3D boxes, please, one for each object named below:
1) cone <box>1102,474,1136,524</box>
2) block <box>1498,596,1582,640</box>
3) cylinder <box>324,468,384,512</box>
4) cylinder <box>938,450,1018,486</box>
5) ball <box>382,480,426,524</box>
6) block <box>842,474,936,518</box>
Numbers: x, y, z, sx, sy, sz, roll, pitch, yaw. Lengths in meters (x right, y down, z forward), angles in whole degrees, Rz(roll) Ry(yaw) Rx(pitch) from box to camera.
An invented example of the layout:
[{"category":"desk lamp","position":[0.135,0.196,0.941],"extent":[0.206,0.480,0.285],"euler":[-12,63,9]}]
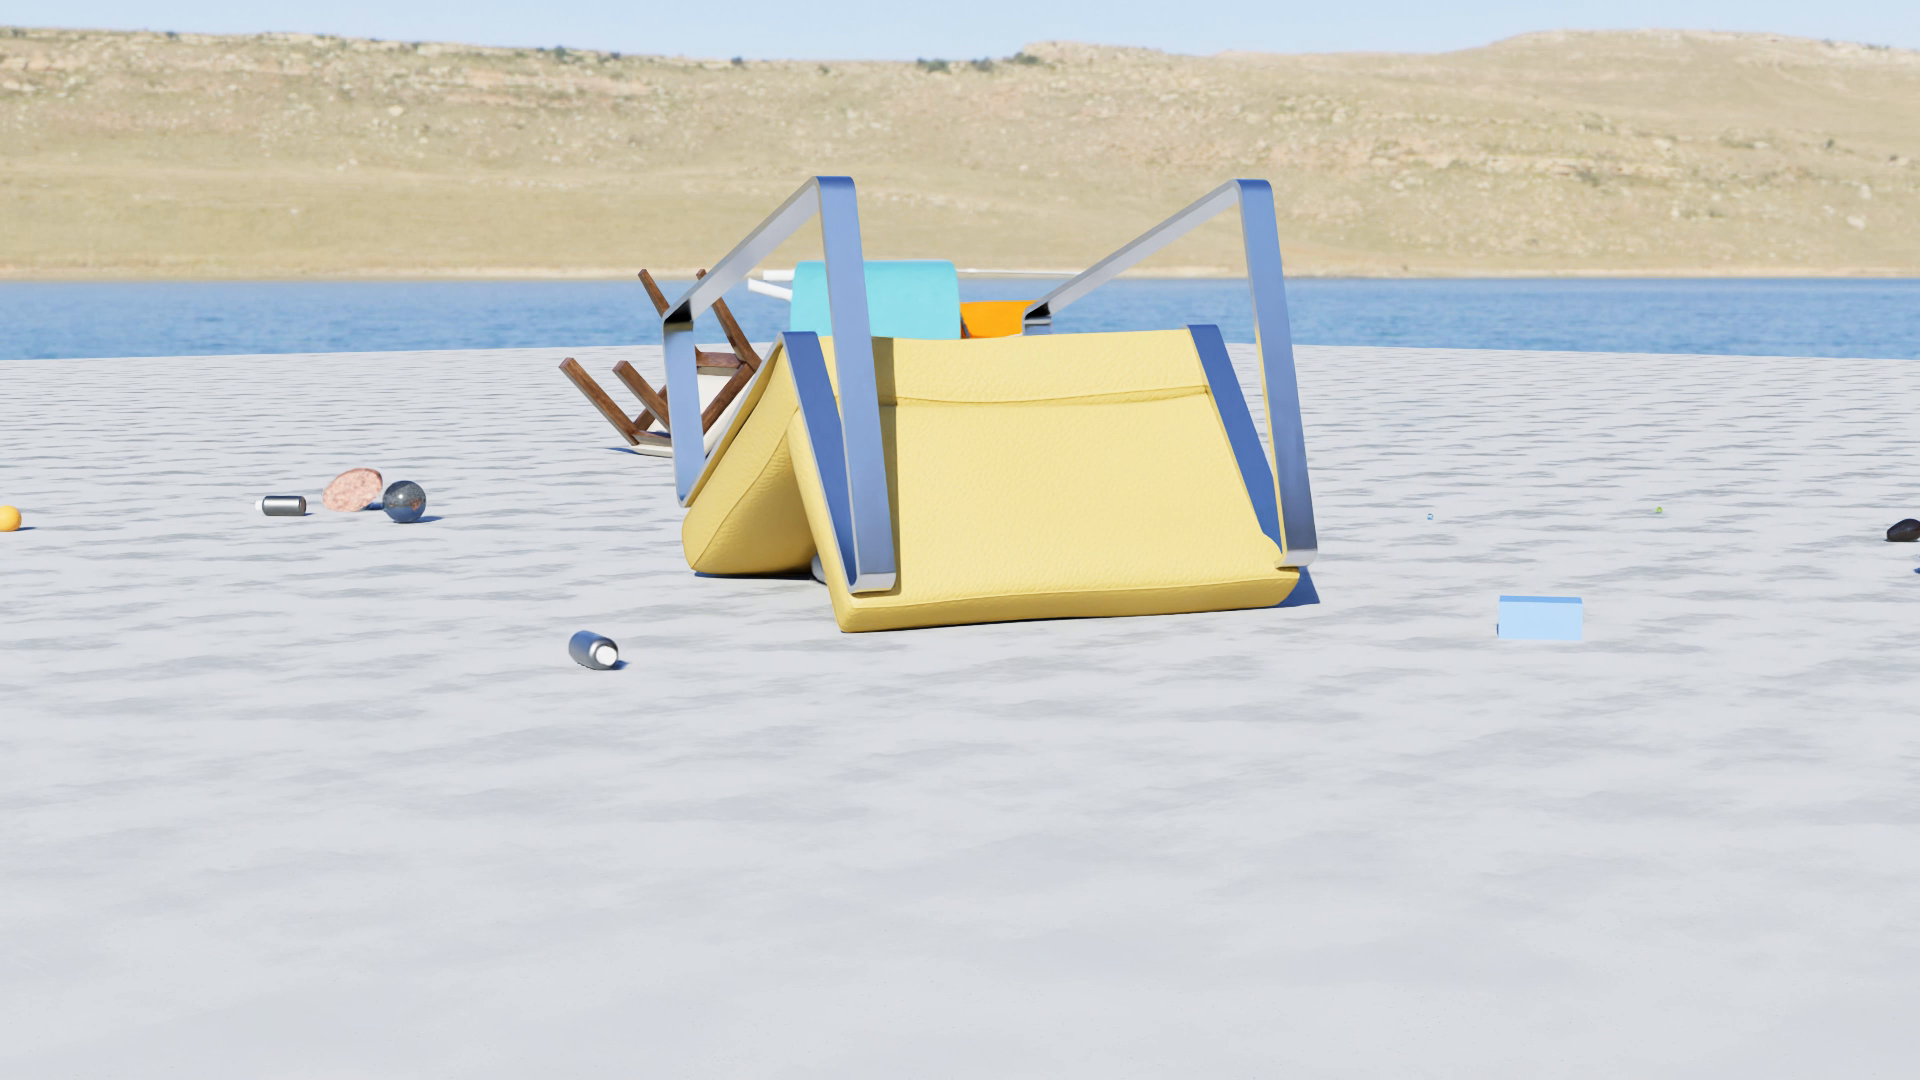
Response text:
[{"category":"cone","position":[0.426,-0.115,6.833],"extent":[0.092,0.142,0.074],"euler":[1,6,5]},{"category":"block","position":[1.062,0.142,4.698],"extent":[0.148,0.068,0.094],"euler":[1,6,12]},{"category":"cylinder","position":[-1.706,-0.141,7.217],"extent":[0.167,0.104,0.117],"euler":[-24,9,-7]},{"category":"cylinder","position":[0.057,-0.225,8.030],"extent":[0.113,0.116,0.256],"euler":[-12,-6,39]},{"category":"ball","position":[-1.481,-0.103,6.843],"extent":[0.116,0.116,0.116],"euler":[0,6,0]},{"category":"block","position":[-0.198,-0.122,7.110],"extent":[0.211,0.100,0.155],"euler":[-4,7,-37]}]
